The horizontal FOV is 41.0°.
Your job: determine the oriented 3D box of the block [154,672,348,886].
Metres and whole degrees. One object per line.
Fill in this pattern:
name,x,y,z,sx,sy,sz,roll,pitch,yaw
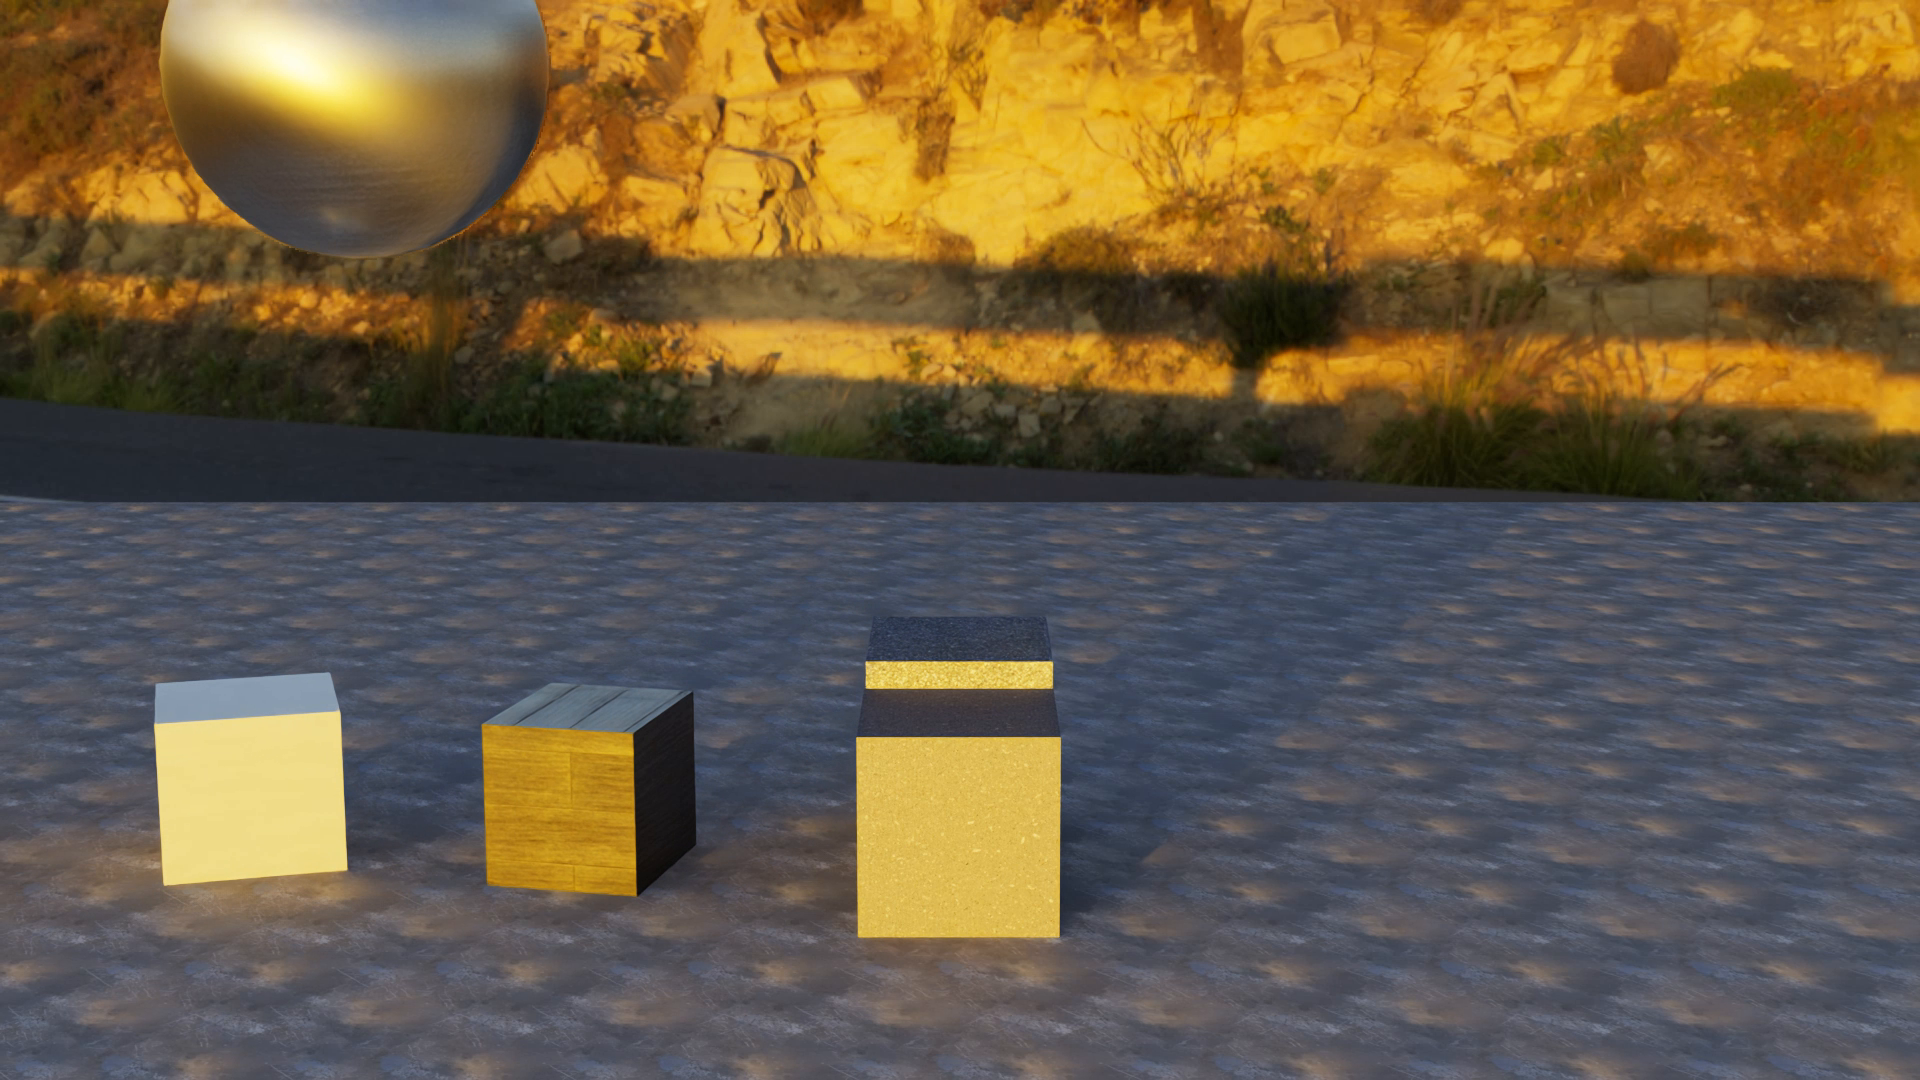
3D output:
block,-3.227,1.068,11.658,0.784,0.728,0.784,-3,11,-17

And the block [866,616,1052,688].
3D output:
block,-0.002,0.924,11.776,0.819,0.969,0.946,0,10,0

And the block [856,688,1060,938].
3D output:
block,-0.006,1.144,10.902,0.829,0.849,0.835,0,10,0

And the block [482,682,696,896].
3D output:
block,-1.644,1.101,11.475,0.693,0.728,0.790,2,11,13

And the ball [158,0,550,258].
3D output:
ball,-2.541,-1.990,10.818,1.600,1.600,1.600,0,10,0
